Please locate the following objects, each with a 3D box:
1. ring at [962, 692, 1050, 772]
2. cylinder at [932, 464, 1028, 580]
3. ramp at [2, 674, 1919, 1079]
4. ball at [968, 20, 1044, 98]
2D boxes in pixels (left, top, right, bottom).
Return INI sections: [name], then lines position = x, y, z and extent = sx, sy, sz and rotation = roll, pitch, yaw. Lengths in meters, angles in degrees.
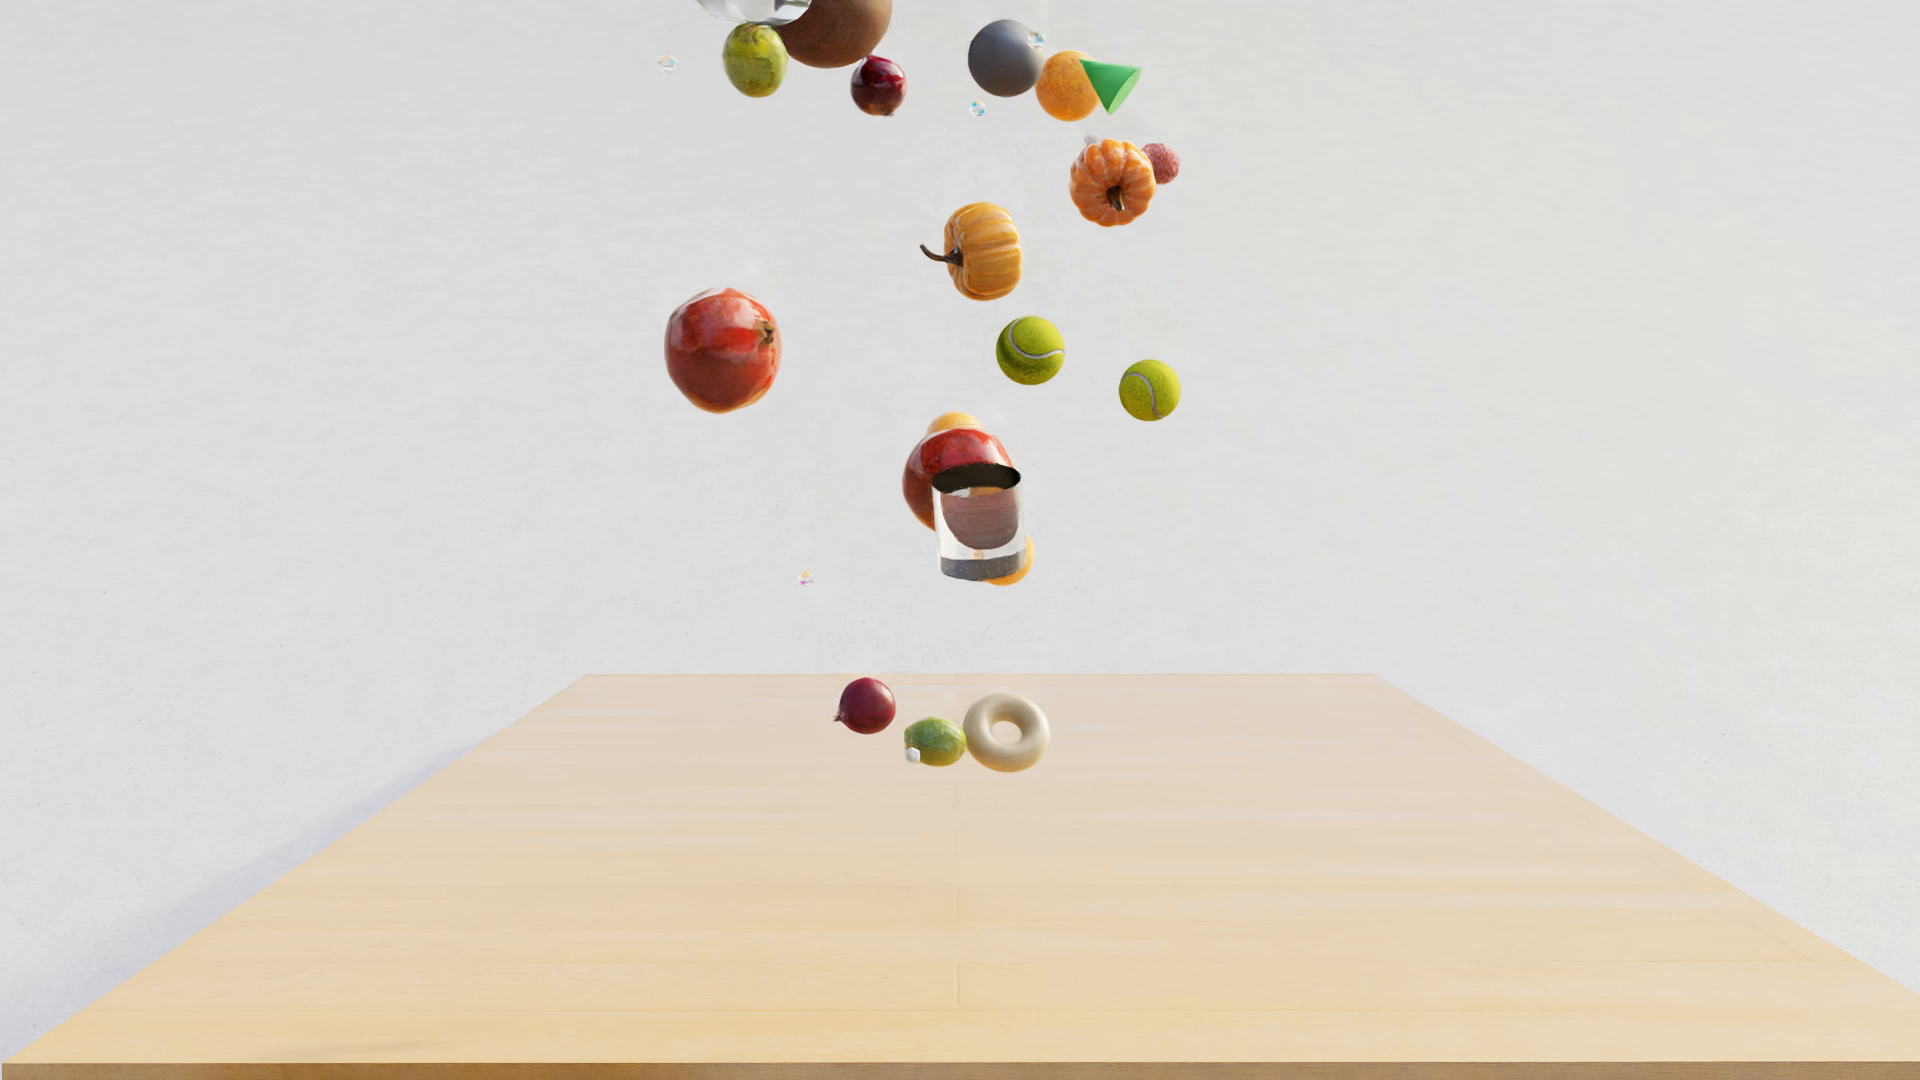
[ring]
position = 0.054, 0.225, 3.014
extent = 0.104, 0.035, 0.104
rotation = 4, 56, -6
[cylinder]
position = 0.019, -0.018, 2.452
extent = 0.086, 0.086, 0.086
rotation = -4, 23, 2
[ramp]
position = 0.053, 0.477, 4.537
extent = 2.000, 0.100, 4.000
rotation = 0, 3, 0
[ball]
position = 0.046, -0.476, 2.545
extent = 0.076, 0.076, 0.076
rotation = 0, 23, 0
